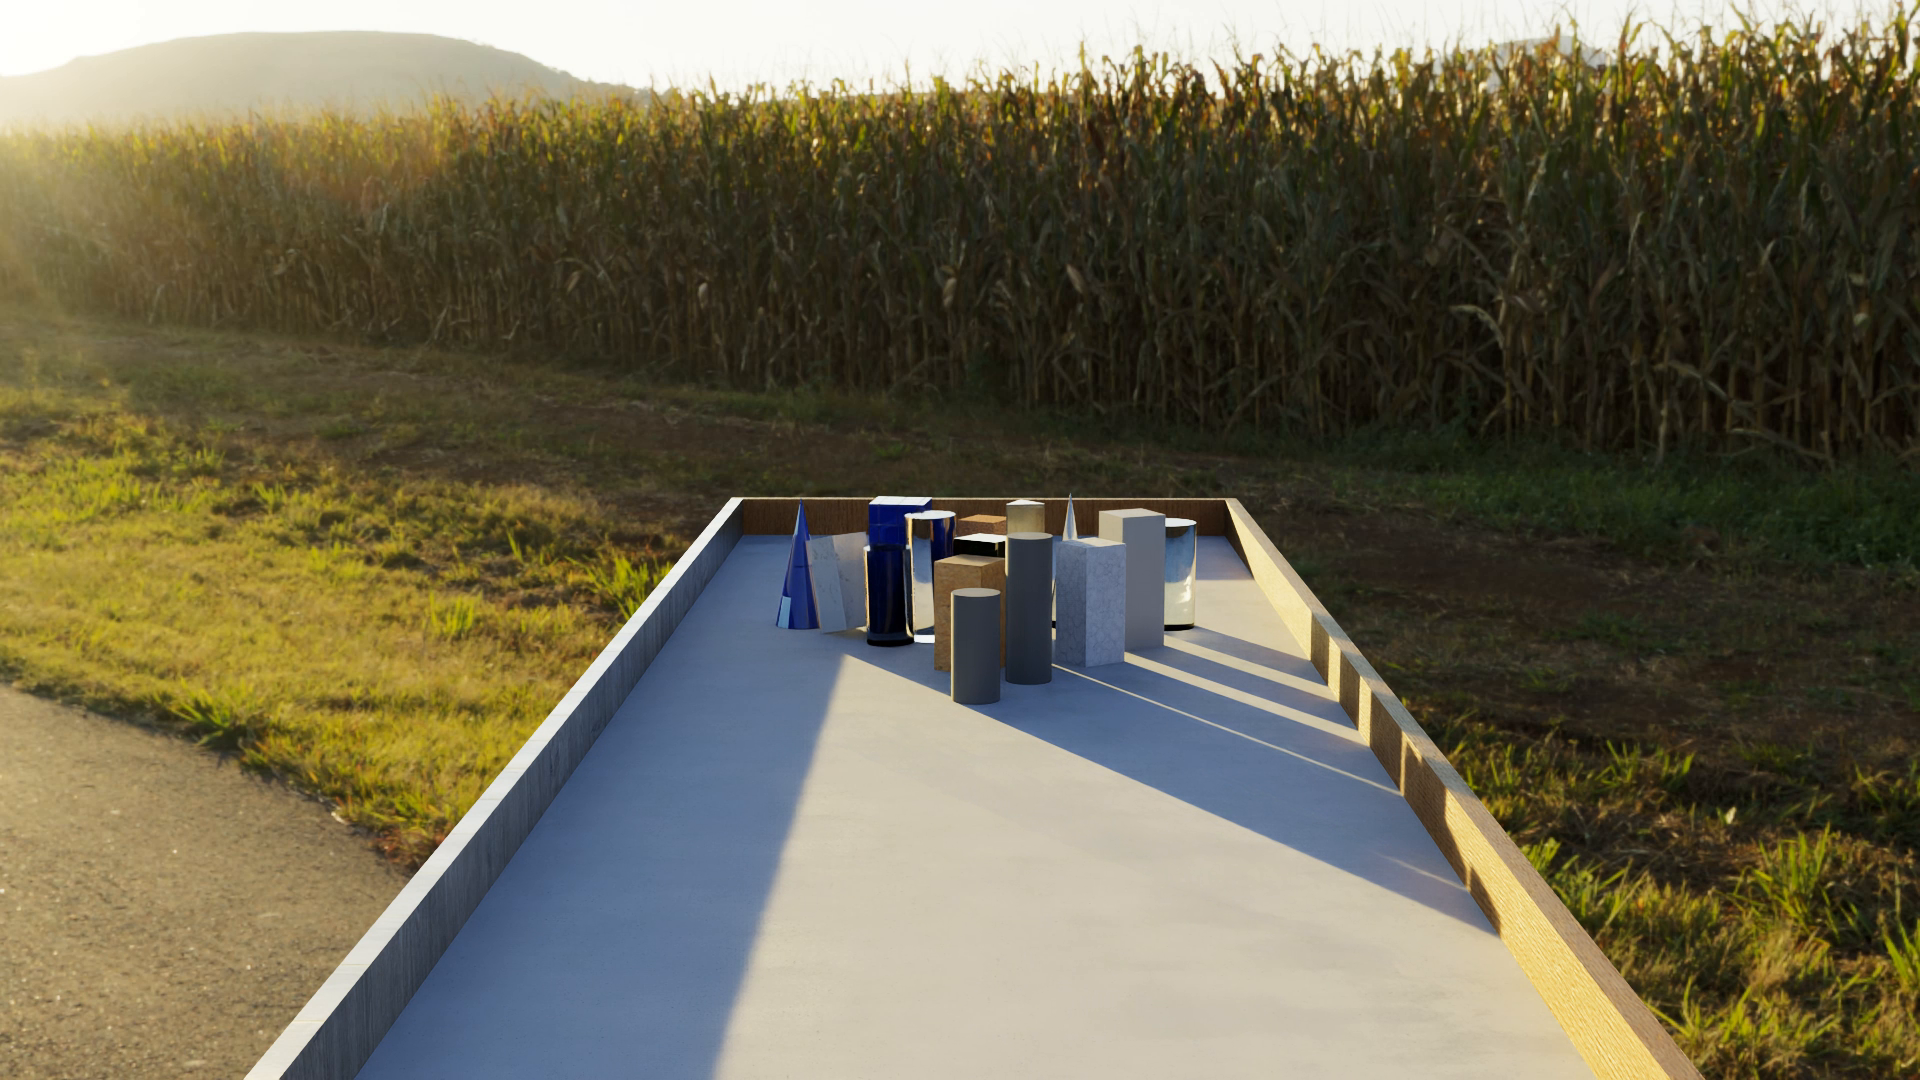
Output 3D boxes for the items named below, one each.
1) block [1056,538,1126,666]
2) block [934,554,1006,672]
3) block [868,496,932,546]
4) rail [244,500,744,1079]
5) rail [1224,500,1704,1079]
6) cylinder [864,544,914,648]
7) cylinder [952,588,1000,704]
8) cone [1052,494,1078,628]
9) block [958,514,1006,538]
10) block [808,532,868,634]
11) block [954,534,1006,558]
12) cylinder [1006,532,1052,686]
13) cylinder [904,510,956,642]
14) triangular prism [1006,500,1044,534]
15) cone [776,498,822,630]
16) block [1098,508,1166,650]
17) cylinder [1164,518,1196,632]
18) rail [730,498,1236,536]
[{"bbox_3d":[0.396,0.187,6.676,0.150,0.362,0.150,-6,11,-34],"label":"block"},{"bbox_3d":[0.033,0.221,6.563,0.160,0.328,0.160,5,10,30],"label":"block"},{"bbox_3d":[-0.194,0.076,7.207,0.180,0.414,0.180,1,9,7],"label":"block"},{"bbox_3d":[-1.004,0.839,3.234,0.050,0.150,12.000,0,9,1],"label":"rail"},{"bbox_3d":[1.046,0.843,3.208,0.050,0.150,12.000,0,9,1],"label":"rail"},{"bbox_3d":[-0.224,0.173,6.933,0.150,0.303,0.150,-2,9,0],"label":"cylinder"},{"bbox_3d":[0.044,0.297,6.160,0.138,0.306,0.138,0,9,0],"label":"cylinder"},{"bbox_3d":[0.360,0.060,7.202,0.148,0.447,0.148,0,9,0],"label":"cone"},{"bbox_3d":[0.085,0.107,7.190,0.134,0.358,0.134,5,10,29],"label":"block"},{"bbox_3d":[-0.375,0.137,7.105,0.135,0.303,0.135,-8,-2,-40],"label":"block"},{"bbox_3d":[0.081,0.175,6.719,0.149,0.367,0.149,6,9,32],"label":"block"},{"bbox_3d":[0.200,0.198,6.395,0.136,0.427,0.136,0,9,0],"label":"cylinder"},{"bbox_3d":[-0.089,0.115,6.999,0.161,0.397,0.161,-2,10,0],"label":"cylinder"},{"bbox_3d":[0.198,0.103,6.917,0.118,0.451,0.102,-1,9,-6],"label":"triangular prism"},{"bbox_3d":[-0.519,0.068,7.221,0.177,0.425,0.177,0,9,0],"label":"cone"},{"bbox_3d":[0.539,0.121,6.913,0.153,0.417,0.153,-4,10,-24],"label":"block"},{"bbox_3d":[0.682,0.112,7.198,0.175,0.345,0.175,0,9,0],"label":"cylinder"},{"bbox_3d":[0.099,-0.098,9.147,2.100,0.150,0.050,0,9,1],"label":"rail"}]
